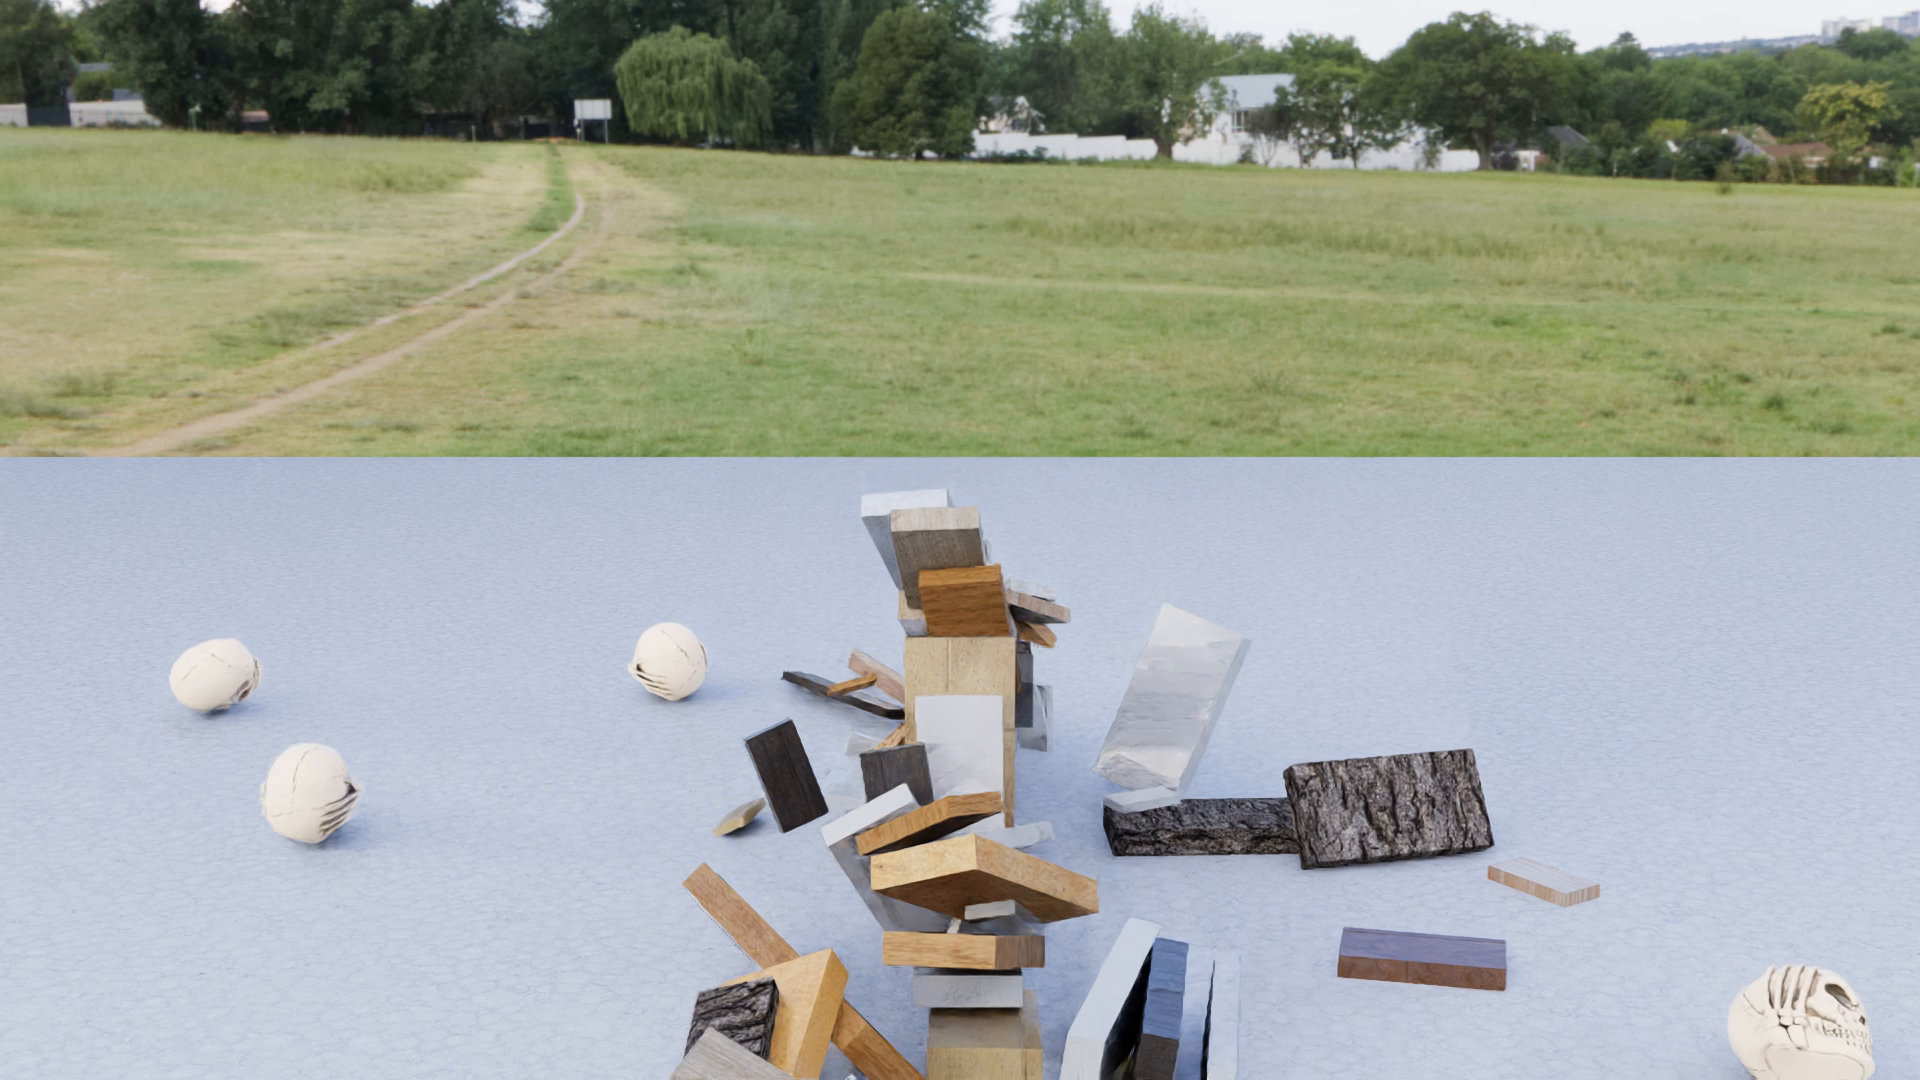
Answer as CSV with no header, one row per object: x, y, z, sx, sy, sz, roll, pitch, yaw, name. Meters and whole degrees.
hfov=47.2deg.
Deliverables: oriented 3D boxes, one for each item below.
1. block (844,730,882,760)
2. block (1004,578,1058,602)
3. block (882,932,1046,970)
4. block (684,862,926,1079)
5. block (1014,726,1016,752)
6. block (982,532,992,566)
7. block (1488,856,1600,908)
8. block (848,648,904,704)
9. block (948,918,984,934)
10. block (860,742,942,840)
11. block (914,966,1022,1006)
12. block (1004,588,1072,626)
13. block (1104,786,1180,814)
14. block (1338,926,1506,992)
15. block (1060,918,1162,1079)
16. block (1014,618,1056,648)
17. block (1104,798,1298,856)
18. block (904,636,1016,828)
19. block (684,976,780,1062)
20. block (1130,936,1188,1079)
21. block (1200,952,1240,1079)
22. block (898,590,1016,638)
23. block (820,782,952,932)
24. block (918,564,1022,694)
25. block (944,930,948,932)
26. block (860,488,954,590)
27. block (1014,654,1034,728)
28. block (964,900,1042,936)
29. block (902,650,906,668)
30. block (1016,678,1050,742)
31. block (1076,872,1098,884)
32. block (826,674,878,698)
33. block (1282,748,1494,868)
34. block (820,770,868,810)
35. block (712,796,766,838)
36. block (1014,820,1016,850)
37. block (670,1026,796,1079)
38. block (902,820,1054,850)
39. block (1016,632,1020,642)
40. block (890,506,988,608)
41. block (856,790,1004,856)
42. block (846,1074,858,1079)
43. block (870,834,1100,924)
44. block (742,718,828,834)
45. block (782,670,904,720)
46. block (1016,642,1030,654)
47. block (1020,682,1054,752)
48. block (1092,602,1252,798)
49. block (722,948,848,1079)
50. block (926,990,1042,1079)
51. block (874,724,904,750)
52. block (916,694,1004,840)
-0.175,0.419,4.369,0.099,0.049,0.014,19,13,-8,block
0.100,0.102,3.900,0.085,0.024,0.170,12,-15,-17,block
0.010,0.553,2.965,0.149,0.042,0.299,0,-10,15,block
-0.218,0.620,3.076,0.047,0.167,0.676,-46,24,-10,block
0.017,0.324,4.213,0.171,0.048,0.341,1,14,-1,block
0.016,0.013,3.674,0.073,0.021,0.146,27,-19,10,block
0.979,0.573,3.694,0.085,0.024,0.170,-7,13,-33,block
-0.156,0.317,4.921,0.014,0.049,0.602,16,2,-20,block
0.028,0.538,3.254,0.068,0.137,0.019,4,20,-40,block
-0.086,0.411,3.314,0.099,0.198,0.028,-9,3,1,block
0.010,0.623,3.158,0.149,0.042,0.299,0,-2,-1,block
0.103,0.115,3.846,0.170,0.024,0.085,19,-16,-37,block
0.330,0.472,3.988,0.124,0.018,0.062,-6,12,-28,block
0.701,0.634,3.335,0.246,0.035,0.123,2,11,13,block
0.194,0.648,2.891,0.047,0.164,0.417,12,13,13,block
0.094,0.136,4.344,0.086,0.024,0.410,16,-13,23,block
0.460,0.514,3.946,0.387,0.049,0.174,0,11,-2,block
-0.001,0.375,3.422,0.170,0.450,0.048,0,1,1,block
-0.285,0.618,2.717,0.100,0.028,0.200,-14,22,7,block
0.254,0.655,2.857,0.047,0.164,0.328,10,12,6,block
0.340,0.671,2.885,0.035,0.123,0.393,8,11,7,block
0.000,0.148,3.835,0.175,0.050,0.351,-1,-14,5,block
-0.084,0.482,3.210,0.138,0.275,0.039,-28,40,-1,block
0.018,0.153,3.599,0.131,0.263,0.037,-5,42,7,block
-0.013,0.576,3.340,0.072,0.145,0.021,-1,-2,-2,block
-0.061,0.004,3.580,0.138,0.039,0.278,-4,-28,10,block
0.042,0.266,3.878,0.175,0.050,0.351,1,-17,2,block
0.063,0.542,3.129,0.072,0.021,0.145,-10,-24,15,block
-0.041,0.201,4.300,0.102,0.029,0.315,0,-16,-9,block
0.131,0.335,4.472,0.070,0.140,0.020,-12,12,18,block
0.166,0.576,3.698,0.124,0.018,0.062,2,11,13,block
-0.220,0.297,4.481,0.099,0.014,0.049,-15,-15,-17,block
0.749,0.468,3.846,0.348,0.174,0.049,-3,-19,-16,block
-0.217,0.477,4.210,0.086,0.024,0.172,1,11,4,block
-0.401,0.505,4.011,0.062,0.018,0.124,-24,4,16,block
-0.005,0.437,3.687,0.170,0.048,0.339,-1,13,-3,block
-0.166,0.693,2.550,0.356,0.028,0.100,30,28,7,block
0.030,0.437,3.164,0.099,0.028,0.278,-17,-10,27,block
0.063,0.183,4.337,0.102,0.204,0.029,14,60,28,block
-0.029,0.030,3.543,0.138,0.039,0.275,-2,-28,4,block
-0.043,0.391,3.033,0.099,0.028,0.198,0,-21,-44,block
-0.074,0.724,2.501,0.244,0.035,0.122,37,29,19,block
0.039,0.484,3.076,0.167,0.047,0.335,-16,-26,28,block
-0.292,0.397,3.701,0.086,0.172,0.024,-24,8,-19,block
-0.252,0.340,4.837,0.070,0.020,0.484,9,2,-32,block
0.030,0.243,4.012,0.175,0.050,0.351,1,-14,-1,block
0.157,0.361,4.516,0.070,0.140,0.020,9,15,39,block
0.397,0.313,4.132,0.174,0.348,0.049,24,2,31,block
-0.253,0.655,2.737,0.167,0.047,0.335,-21,23,20,block
0.033,0.673,3.001,0.149,0.042,0.299,0,3,0,block
-0.065,0.344,3.822,0.073,0.021,0.276,-42,-16,15,block
0.000,0.368,3.356,0.131,0.263,0.037,-1,0,-1,block
